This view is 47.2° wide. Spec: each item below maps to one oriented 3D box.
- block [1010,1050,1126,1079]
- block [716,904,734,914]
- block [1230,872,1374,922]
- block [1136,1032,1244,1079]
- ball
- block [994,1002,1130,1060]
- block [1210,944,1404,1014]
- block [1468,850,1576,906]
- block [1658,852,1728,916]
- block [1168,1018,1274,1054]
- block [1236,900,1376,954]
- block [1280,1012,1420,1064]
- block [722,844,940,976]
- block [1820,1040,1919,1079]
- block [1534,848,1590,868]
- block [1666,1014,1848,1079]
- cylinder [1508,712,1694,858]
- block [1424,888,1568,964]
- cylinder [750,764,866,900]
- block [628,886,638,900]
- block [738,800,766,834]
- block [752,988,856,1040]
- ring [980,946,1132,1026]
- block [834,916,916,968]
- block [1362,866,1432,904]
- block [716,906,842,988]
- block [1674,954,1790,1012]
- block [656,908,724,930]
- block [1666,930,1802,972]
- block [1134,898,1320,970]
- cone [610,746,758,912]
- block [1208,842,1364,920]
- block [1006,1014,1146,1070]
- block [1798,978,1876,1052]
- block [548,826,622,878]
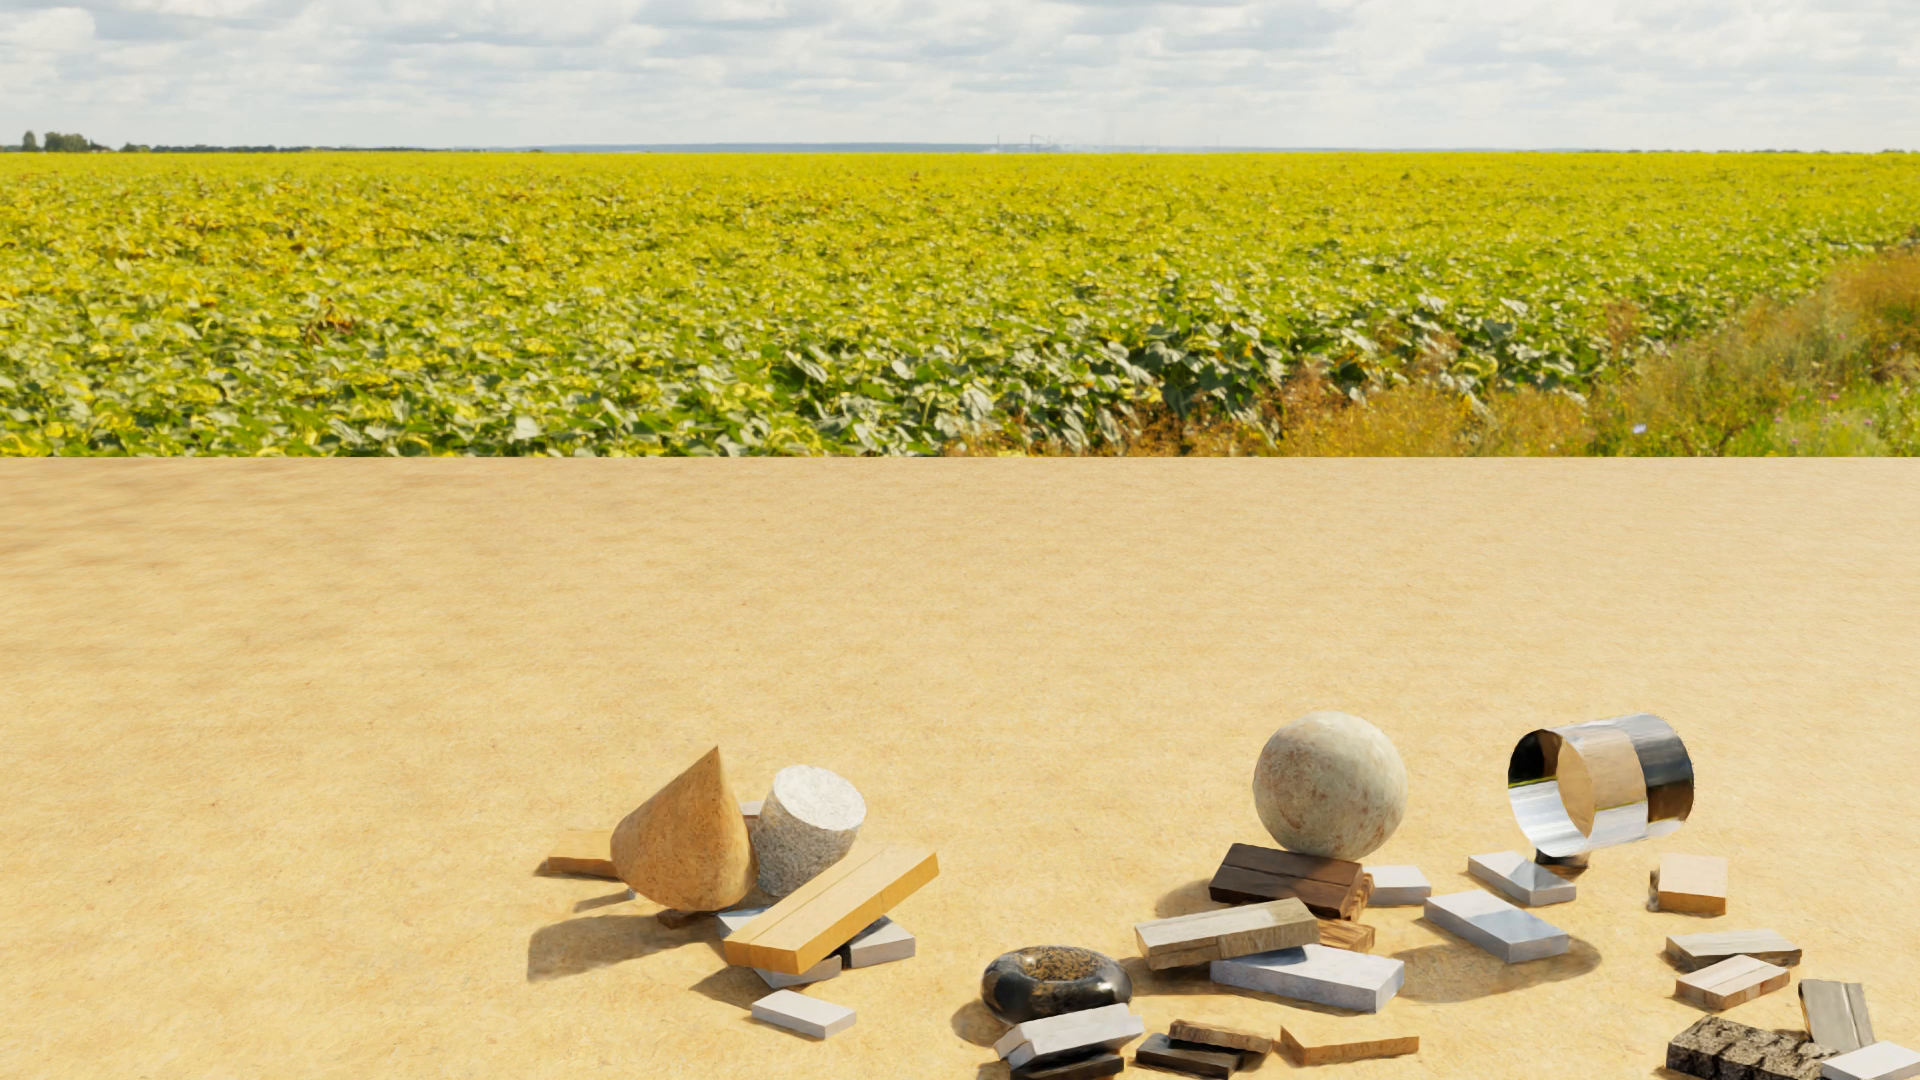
[{"bbox_3d":[0.143,0.709,2.934,0.138,0.020,0.069,-6,-1,-29],"label":"block"},{"bbox_3d":[-0.418,0.592,3.618,0.049,0.014,0.097,-9,14,-39],"label":"block"},{"bbox_3d":[0.555,0.571,3.581,0.211,0.030,0.105,6,36,30],"label":"block"},{"bbox_3d":[0.314,0.704,3.002,0.132,0.019,0.066,5,12,26],"label":"block"},{"bbox_3d":[0.624,0.417,3.708,0.258,0.258,0.258,0,11,0],"label":"ball"},{"bbox_3d":[0.141,0.673,3.011,0.170,0.024,0.085,-4,-28,-29],"label":"block"},{"bbox_3d":[0.518,0.643,3.281,0.257,0.036,0.129,6,12,29],"label":"block"},{"bbox_3d":[0.946,0.570,3.710,0.088,0.025,0.190,-4,11,-19],"label":"block"},{"bbox_3d":[1.227,0.573,3.680,0.105,0.030,0.211,4,11,19],"label":"block"},{"bbox_3d":[0.361,0.684,3.034,0.138,0.020,0.069,6,-5,14],"label":"block"},{"bbox_3d":[0.524,0.616,3.443,0.222,0.031,0.111,7,12,32],"label":"block"},{"bbox_3d":[0.540,0.692,3.055,0.170,0.024,0.085,-3,11,-14],"label":"block"},{"bbox_3d":[-0.194,0.566,3.403,0.138,0.039,0.375,1,17,34],"label":"block"},{"bbox_3d":[1.199,0.690,2.881,0.132,0.019,0.066,-6,12,-31],"label":"block"},{"bbox_3d":[1.023,0.520,3.733,0.088,0.025,0.176,3,-21,15],"label":"block"},{"bbox_3d":[1.097,0.706,2.946,0.257,0.036,0.129,9,14,41],"label":"block"},{"bbox_3d":[1.009,0.384,3.465,0.200,0.200,0.200,-6,12,-25],"label":"cylinder"},{"bbox_3d":[0.846,0.609,3.480,0.111,0.031,0.222,-5,11,-23],"label":"block"},{"bbox_3d":[-0.259,0.485,3.637,0.160,0.160,0.160,19,28,-11],"label":"cylinder"},{"bbox_3d":[-0.544,0.543,3.657,0.014,0.097,0.049,0,11,0],"label":"block"},{"bbox_3d":[-0.369,0.503,3.973,0.275,0.039,0.138,-3,3,-17],"label":"block"},{"bbox_3d":[-0.223,0.677,3.145,0.138,0.020,0.069,8,13,36],"label":"block"},{"bbox_3d":[0.138,0.646,3.168,0.221,0.074,0.221,1,10,0],"label":"ring"},{"bbox_3d":[-0.167,0.614,3.457,0.109,0.031,0.219,-5,12,-27],"label":"block"},{"bbox_3d":[0.668,0.576,3.665,0.211,0.030,0.105,-1,11,-3],"label":"block"},{"bbox_3d":[-0.283,0.625,3.396,0.109,0.031,0.256,-5,12,-25],"label":"block"},{"bbox_3d":[1.144,0.655,3.256,0.165,0.023,0.082,-8,13,-37],"label":"block"},{"bbox_3d":[-0.434,0.598,3.543,0.097,0.014,0.049,-18,19,-31],"label":"block"},{"bbox_3d":[1.188,0.631,3.382,0.176,0.025,0.088,-2,11,-9],"label":"block"},{"bbox_3d":[0.403,0.596,3.336,0.257,0.036,0.129,-9,6,-4],"label":"block"},{"bbox_3d":[-0.409,0.413,3.470,0.242,0.242,0.242,14,33,-9],"label":"cone"},{"bbox_3d":[0.528,0.554,3.560,0.222,0.031,0.111,6,36,29],"label":"block"},{"bbox_3d":[0.158,0.682,2.980,0.170,0.024,0.085,-5,-25,-27],"label":"block"},{"bbox_3d":[1.218,0.671,3.050,0.082,0.023,0.165,4,26,12],"label":"block"},{"bbox_3d":[-0.588,0.541,3.799,0.219,0.031,0.109,2,20,10],"label":"block"}]
